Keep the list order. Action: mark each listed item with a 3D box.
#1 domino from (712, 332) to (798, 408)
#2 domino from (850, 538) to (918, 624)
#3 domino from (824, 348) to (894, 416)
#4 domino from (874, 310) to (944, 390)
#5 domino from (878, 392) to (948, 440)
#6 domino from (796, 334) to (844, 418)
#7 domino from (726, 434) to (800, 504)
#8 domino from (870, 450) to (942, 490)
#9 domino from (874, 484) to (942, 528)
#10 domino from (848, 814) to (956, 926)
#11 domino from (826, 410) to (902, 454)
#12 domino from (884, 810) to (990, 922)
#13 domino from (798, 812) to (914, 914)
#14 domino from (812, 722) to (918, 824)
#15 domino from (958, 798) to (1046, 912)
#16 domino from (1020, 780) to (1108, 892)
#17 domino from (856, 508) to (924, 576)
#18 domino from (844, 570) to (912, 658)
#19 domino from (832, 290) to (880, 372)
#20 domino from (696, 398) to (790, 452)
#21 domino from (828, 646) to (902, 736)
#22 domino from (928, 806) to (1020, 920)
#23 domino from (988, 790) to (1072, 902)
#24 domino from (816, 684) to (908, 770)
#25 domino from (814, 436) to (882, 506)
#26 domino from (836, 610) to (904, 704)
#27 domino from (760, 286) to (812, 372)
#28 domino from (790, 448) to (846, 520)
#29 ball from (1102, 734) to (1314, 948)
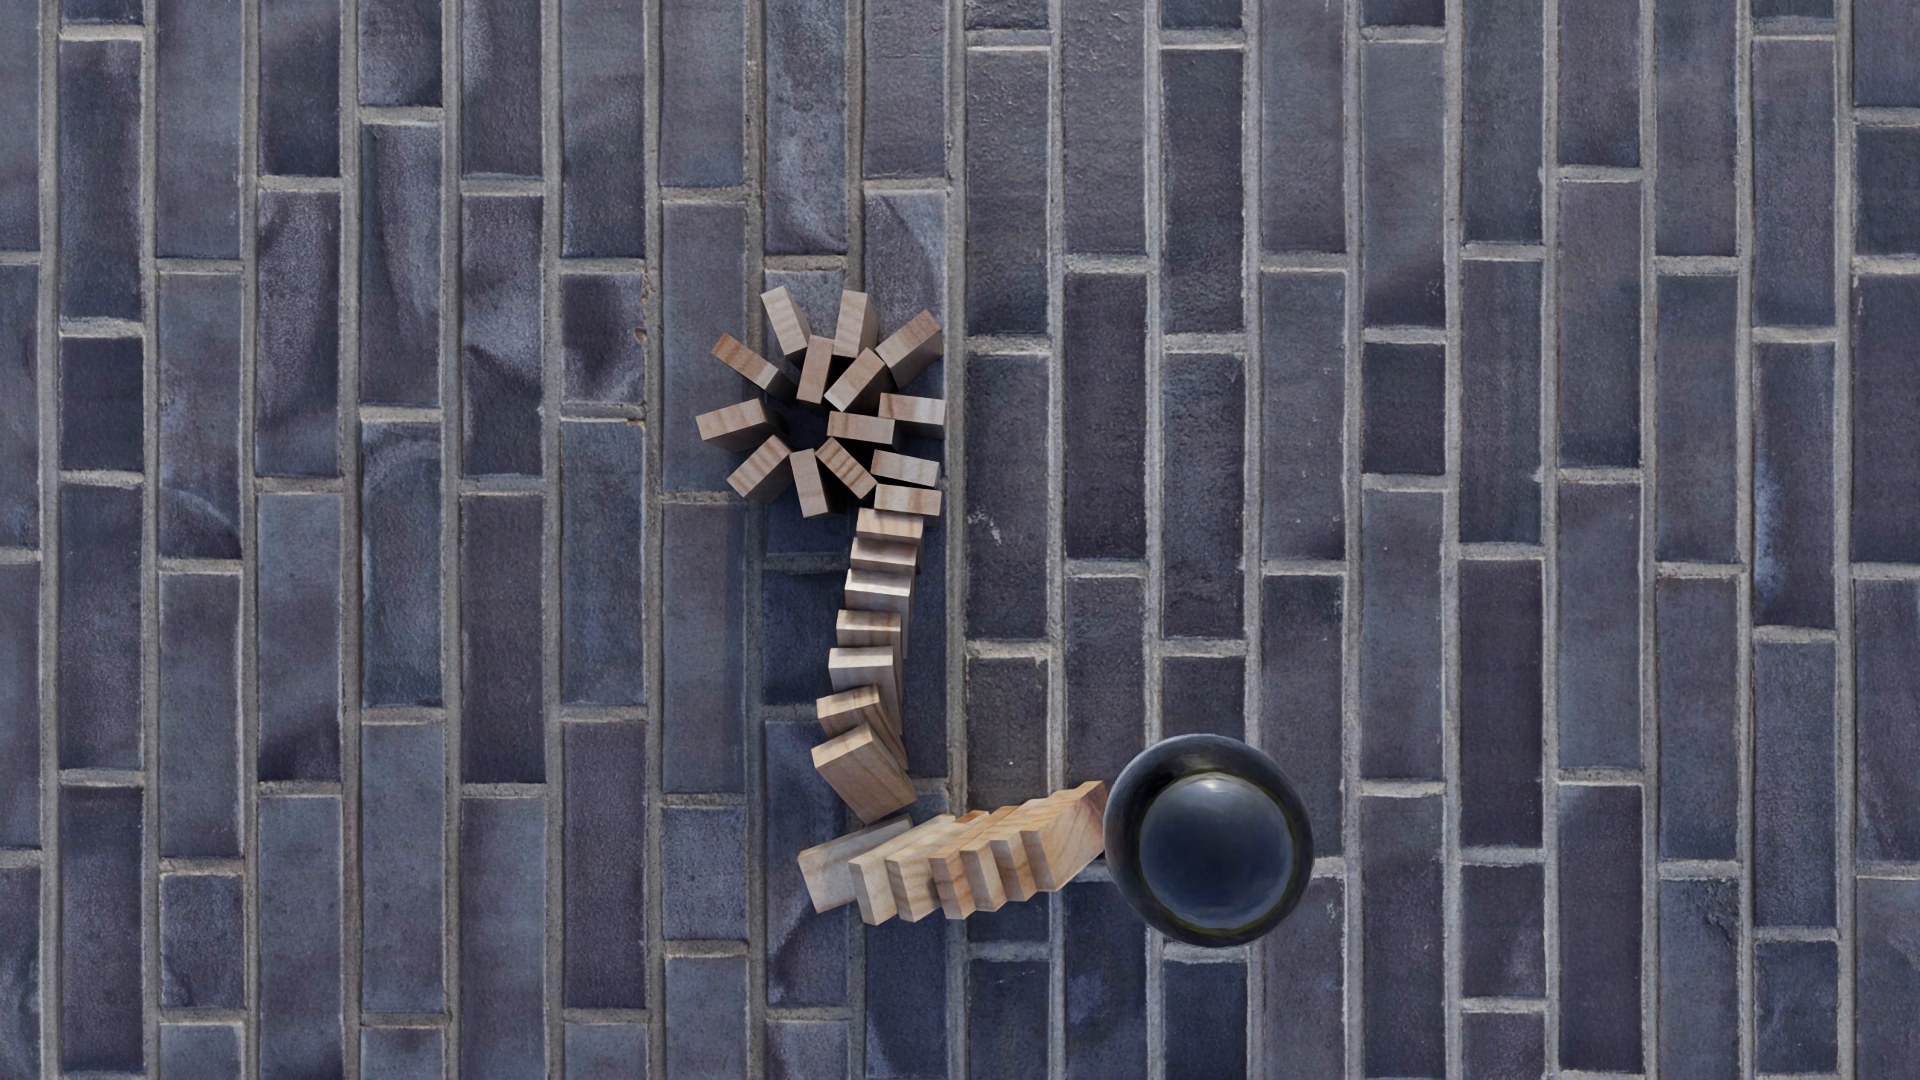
[{"bbox_3d":[-0.082,-0.068,0.375,0.025,0.050,0.010,34,90,0],"label":"domino"},{"bbox_3d":[-0.031,0.017,0.376,0.025,0.050,0.010,7,58,0],"label":"domino"},{"bbox_3d":[-0.040,-0.061,0.375,0.010,0.050,0.025,41,89,0],"label":"domino"},{"bbox_3d":[-0.020,-0.077,0.375,0.025,0.050,0.009,-38,90,0],"label":"domino"},{"bbox_3d":[-0.018,-0.050,0.375,0.025,0.050,0.010,7,90,0],"label":"domino"},{"bbox_3d":[-0.055,-0.065,0.375,0.010,0.050,0.025,13,90,0],"label":"domino"},{"bbox_3d":[-0.077,-0.028,0.375,0.025,0.050,0.009,-44,90,0],"label":"domino"},{"bbox_3d":[-0.021,-0.028,0.375,0.025,0.050,0.010,12,90,0],"label":"domino"},{"bbox_3d":[-0.020,-0.013,0.375,0.025,0.050,0.010,7,85,0],"label":"domino"},{"bbox_3d":[-0.021,0.136,0.380,0.050,0.010,0.025,-15,90,-40],"label":"domino"},{"bbox_3d":[-0.038,-0.043,0.375,0.025,0.050,0.009,8,89,0],"label":"domino"},{"bbox_3d":[-0.006,0.134,0.380,0.050,0.009,0.025,-15,90,-41],"label":"domino"},{"bbox_3d":[-0.042,0.139,0.395,0.050,0.010,0.025,-20,90,0],"label":"domino"},{"bbox_3d":[-0.039,0.097,0.379,0.025,0.009,0.050,-26,133,0],"label":"domino"},{"bbox_3d":[0.022,0.129,0.378,0.010,0.050,0.025,-17,90,41],"label":"domino"},{"bbox_3d":[0.046,0.121,0.378,0.010,0.050,0.025,-17,90,41],"label":"domino"},{"bbox_3d":[-0.028,0.001,0.375,0.025,0.050,0.009,7,71,0],"label":"domino"},{"bbox_3d":[-0.033,0.031,0.377,0.025,0.050,0.010,6,54,0],"label":"domino"},{"bbox_3d":[-0.042,-0.083,0.375,0.010,0.050,0.025,10,90,0],"label":"domino"},{"bbox_3d":[-0.088,-0.046,0.375,0.025,0.050,0.009,-17,90,0],"label":"domino"},{"bbox_3d":[-0.038,0.063,0.379,0.025,0.050,0.009,-3,46,0],"label":"domino"},{"bbox_3d":[0.010,0.132,0.378,0.010,0.050,0.025,-17,90,41],"label":"domino"},{"bbox_3d":[0.034,0.125,0.378,0.009,0.050,0.025,-17,90,41],"label":"domino"},{"bbox_3d":[-0.040,0.081,0.379,0.025,0.010,0.050,-15,133,0],"label":"domino"},{"bbox_3d":[-0.043,-0.027,0.375,0.025,0.050,0.009,45,90,2],"label":"domino"},{"bbox_3d":[-0.036,0.049,0.379,0.025,0.050,0.010,2,46,0],"label":"domino"},{"bbox_3d":[-0.067,-0.084,0.375,0.009,0.050,0.025,-22,90,0],"label":"domino"},{"bbox_3d":[-0.058,-0.022,0.375,0.010,0.050,0.025,-13,90,1],"label":"domino"},{"bbox_3d":[0.096,0.117,0.360,0.080,0.080,0.080,0,90,0],"label":"ball"}]
